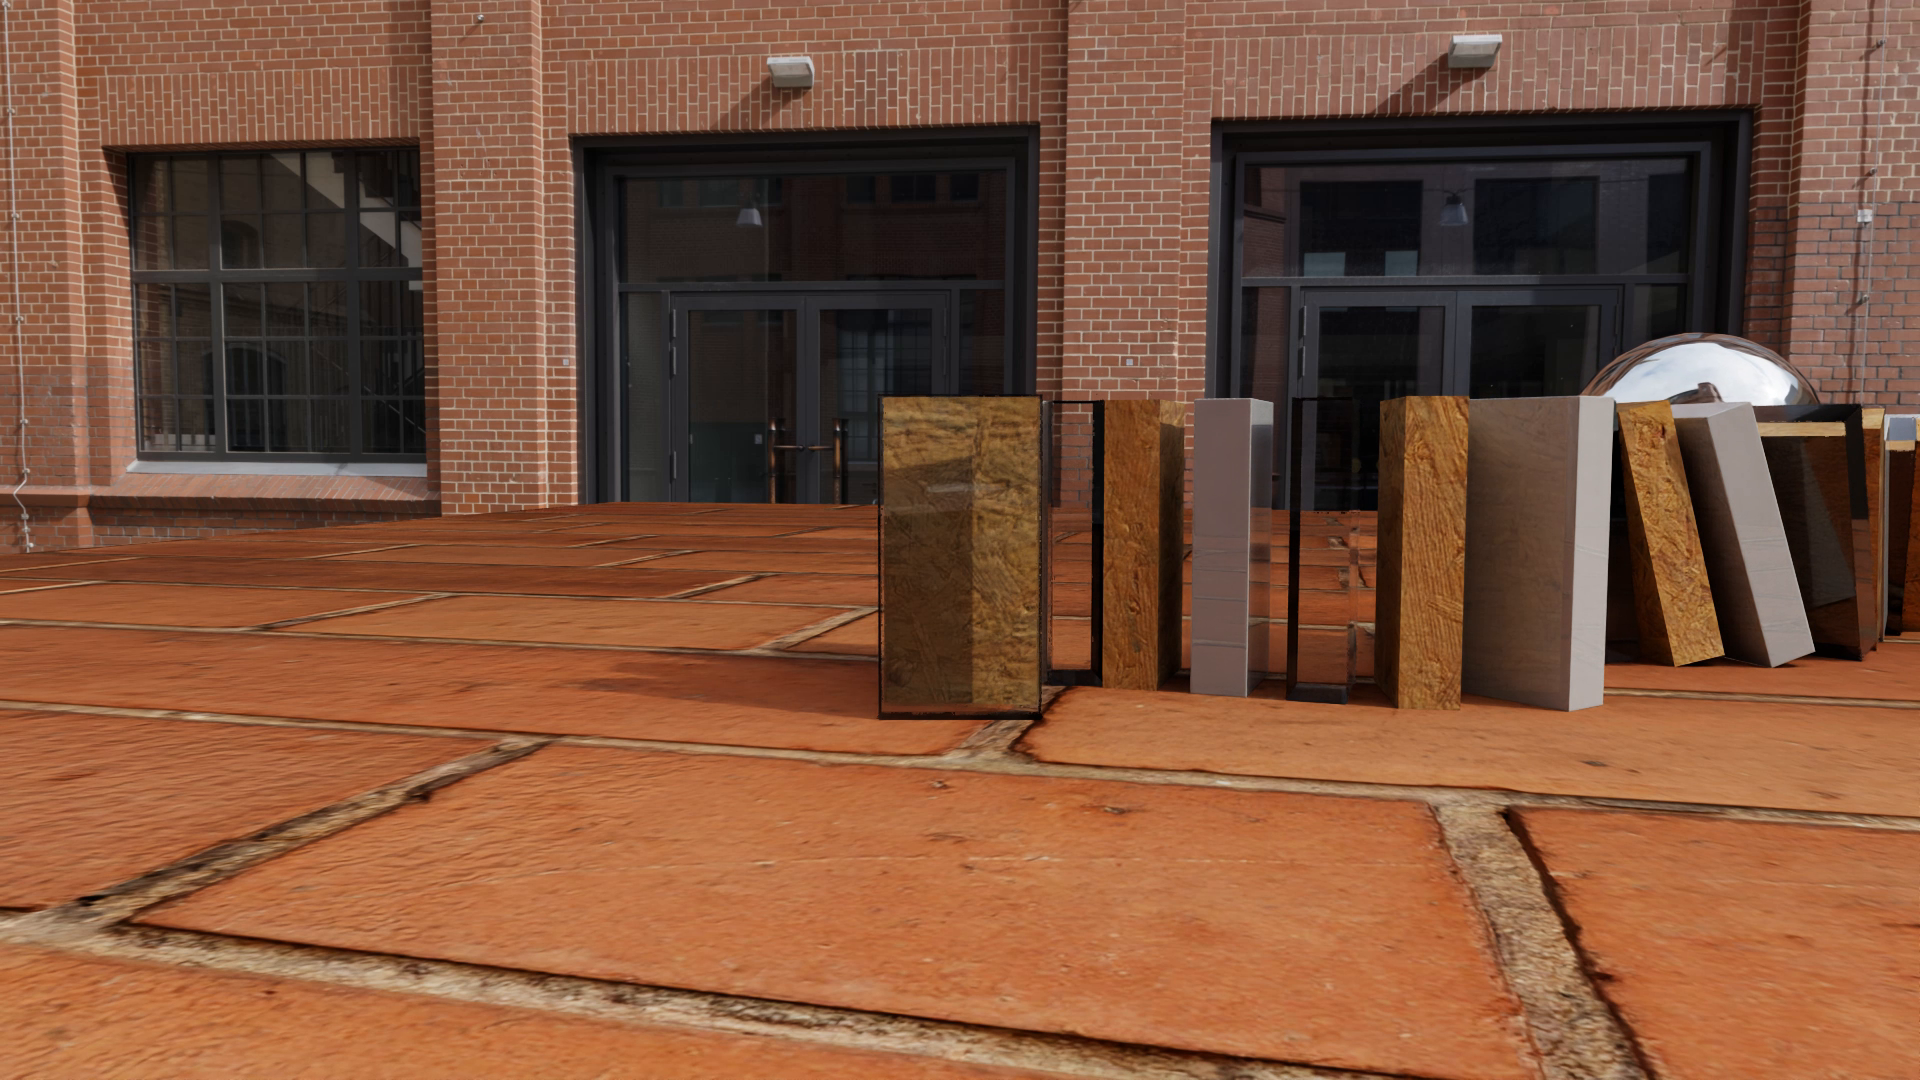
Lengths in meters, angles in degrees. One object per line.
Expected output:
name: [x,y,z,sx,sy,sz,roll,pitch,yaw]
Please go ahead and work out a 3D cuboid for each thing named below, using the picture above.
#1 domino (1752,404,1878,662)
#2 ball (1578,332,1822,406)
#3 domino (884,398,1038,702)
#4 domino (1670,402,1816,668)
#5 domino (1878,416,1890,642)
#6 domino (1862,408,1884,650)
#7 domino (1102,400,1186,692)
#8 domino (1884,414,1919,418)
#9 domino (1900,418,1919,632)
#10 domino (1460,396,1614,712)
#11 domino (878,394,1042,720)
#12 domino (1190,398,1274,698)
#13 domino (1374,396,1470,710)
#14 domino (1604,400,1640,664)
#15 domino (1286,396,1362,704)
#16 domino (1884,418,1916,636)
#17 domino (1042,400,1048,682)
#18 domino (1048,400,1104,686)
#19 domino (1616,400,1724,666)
domino: [0.165,-0.002,0.256,0.009,0.050,0.025,-30,22,-34]
ball: [0.248,-0.030,0.437,0.080,0.080,0.080,0,4,0]
domino: [0.000,0.001,0.216,0.025,0.050,0.009,0,4,5]
domino: [0.149,-0.002,0.254,0.009,0.050,0.025,-19,6,-6]
domino: [0.184,-0.002,0.276,0.025,0.050,0.010,3,36,39]
domino: [0.175,-0.002,0.265,0.025,0.050,0.010,3,30,39]
domino: [0.034,0.000,0.232,0.009,0.050,0.025,2,5,20]
domino: [0.215,-0.004,0.298,0.025,0.050,0.010,3,31,32]
domino: [0.205,-0.003,0.289,0.025,0.050,0.010,3,36,34]
domino: [0.094,0.001,0.215,0.009,0.050,0.025,-3,5,-33]
domino: [0.000,0.002,0.201,0.025,0.050,0.010,0,4,0]
domino: [0.048,0.001,0.227,0.009,0.050,0.025,2,5,22]
domino: [0.077,0.001,0.216,0.009,0.050,0.025,1,4,9]
domino: [0.123,-0.002,0.257,0.010,0.050,0.025,-7,4,3]
domino: [0.063,0.001,0.221,0.009,0.050,0.025,2,5,21]
domino: [0.194,-0.003,0.283,0.025,0.050,0.009,3,36,34]
domino: [0.003,0.000,0.231,0.025,0.050,0.010,3,5,36]
domino: [0.020,0.000,0.237,0.009,0.050,0.025,0,4,-3]
domino: [0.136,-0.002,0.256,0.009,0.050,0.025,-14,4,3]
